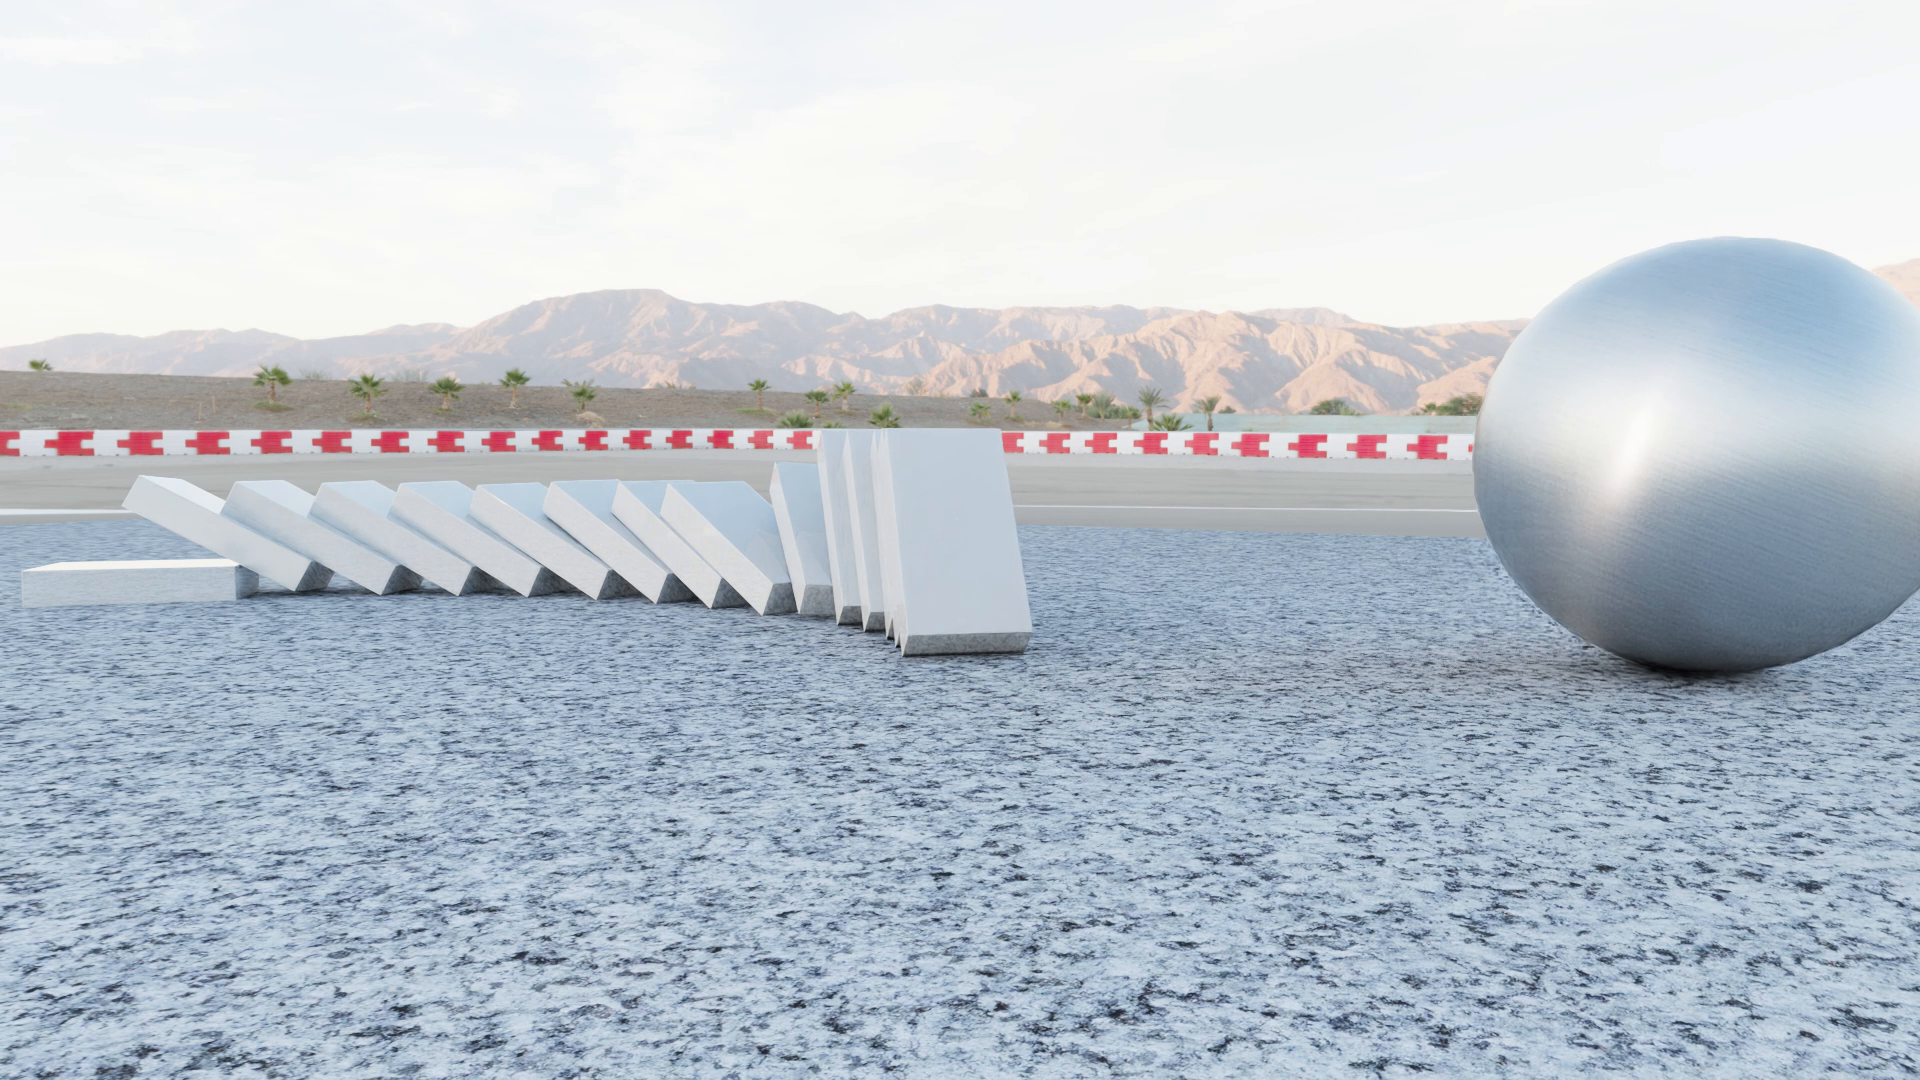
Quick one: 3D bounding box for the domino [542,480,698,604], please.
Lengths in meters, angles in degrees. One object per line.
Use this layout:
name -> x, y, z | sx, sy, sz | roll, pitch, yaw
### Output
domino -> -0.091, 0.000, 0.361 | 0.050, 0.009, 0.025 | 34, 20, 25

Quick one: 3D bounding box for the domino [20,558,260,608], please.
domino -> -0.224, 0.011, 0.353 | 0.050, 0.009, 0.025 | -1, 4, -15

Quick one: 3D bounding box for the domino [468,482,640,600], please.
domino -> -0.113, 0.000, 0.368 | 0.050, 0.010, 0.025 | 30, 15, 18

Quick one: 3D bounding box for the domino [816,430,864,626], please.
domino -> -0.019, -0.004, 0.312 | 0.025, 0.050, 0.009 | -1, -32, -15

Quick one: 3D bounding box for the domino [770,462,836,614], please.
domino -> -0.032, -0.001, 0.329 | 0.025, 0.010, 0.050 | 2, 38, -20

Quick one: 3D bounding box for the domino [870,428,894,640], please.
domino -> -0.006, -0.002, 0.291 | 0.025, 0.050, 0.009 | -1, -32, -11

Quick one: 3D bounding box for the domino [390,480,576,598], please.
domino -> -0.136, -0.001, 0.371 | 0.050, 0.009, 0.025 | 29, 11, 11

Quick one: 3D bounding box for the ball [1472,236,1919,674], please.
ball -> 0.138, -0.015, 0.238 | 0.080, 0.080, 0.080 | 0, 4, 0

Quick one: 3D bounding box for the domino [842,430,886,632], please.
domino -> -0.012, -0.003, 0.302 | 0.025, 0.050, 0.010 | -1, -32, -14

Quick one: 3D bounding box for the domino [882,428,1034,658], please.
domino -> -0.001, 0.000, 0.267 | 0.025, 0.050, 0.009 | -1, -32, -11

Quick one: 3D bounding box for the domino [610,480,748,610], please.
domino -> -0.071, 0.000, 0.352 | 0.050, 0.009, 0.025 | 38, 27, 33

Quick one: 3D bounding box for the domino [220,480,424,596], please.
domino -> -0.181, -0.001, 0.369 | 0.050, 0.010, 0.025 | 28, 3, -1

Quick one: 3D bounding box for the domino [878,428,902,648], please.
domino -> -0.003, -0.001, 0.279 | 0.025, 0.050, 0.009 | -1, -32, -11

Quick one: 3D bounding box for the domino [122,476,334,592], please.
domino -> -0.205, -0.002, 0.364 | 0.050, 0.009, 0.025 | 28, -4, -7

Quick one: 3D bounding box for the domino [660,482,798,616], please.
domino -> -0.055, 0.001, 0.339 | 0.025, 0.010, 0.050 | -5, 34, -47

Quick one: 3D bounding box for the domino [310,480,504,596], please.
domino -> -0.158, -0.001, 0.372 | 0.050, 0.010, 0.025 | 28, 7, 5
